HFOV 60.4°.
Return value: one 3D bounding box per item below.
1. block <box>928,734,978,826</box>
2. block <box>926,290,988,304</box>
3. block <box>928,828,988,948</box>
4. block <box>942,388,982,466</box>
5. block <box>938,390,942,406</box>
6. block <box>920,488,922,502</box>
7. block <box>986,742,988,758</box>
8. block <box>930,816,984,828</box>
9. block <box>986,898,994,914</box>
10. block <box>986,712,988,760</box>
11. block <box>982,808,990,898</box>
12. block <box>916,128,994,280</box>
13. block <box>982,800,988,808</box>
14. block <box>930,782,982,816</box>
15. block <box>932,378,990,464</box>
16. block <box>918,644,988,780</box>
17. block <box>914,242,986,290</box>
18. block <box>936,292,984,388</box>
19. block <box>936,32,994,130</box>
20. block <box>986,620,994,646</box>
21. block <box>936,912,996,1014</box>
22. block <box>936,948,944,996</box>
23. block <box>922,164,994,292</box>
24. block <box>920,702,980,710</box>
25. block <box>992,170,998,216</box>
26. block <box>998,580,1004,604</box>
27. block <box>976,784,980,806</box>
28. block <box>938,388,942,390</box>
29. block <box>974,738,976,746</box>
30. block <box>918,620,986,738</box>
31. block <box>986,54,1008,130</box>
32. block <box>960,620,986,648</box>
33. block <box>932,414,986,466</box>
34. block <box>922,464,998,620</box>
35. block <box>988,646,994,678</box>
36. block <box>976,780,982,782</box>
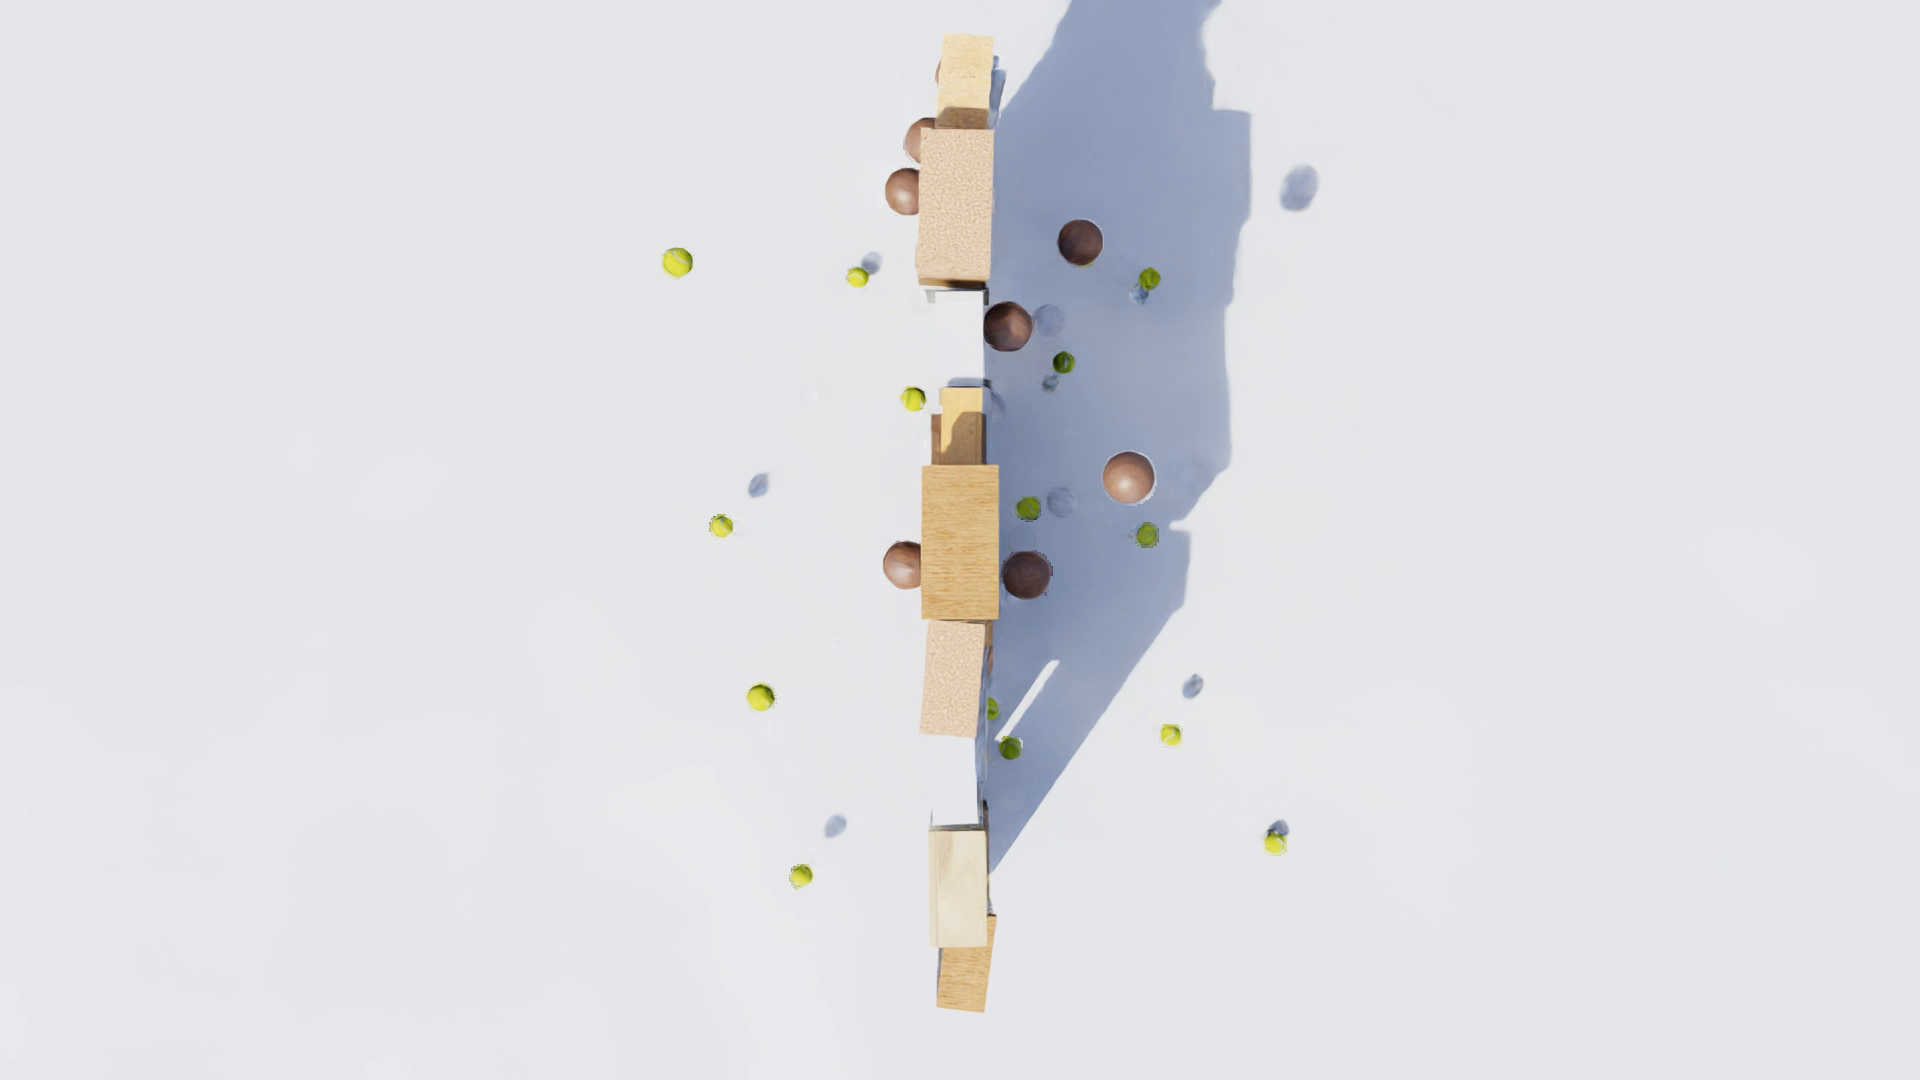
[{"bbox_3d":[-0.015,0.560,3.875,0.106,0.030,0.212,-3,90,2],"label":"block"},{"bbox_3d":[-0.007,-0.700,4.485,0.173,0.488,0.049,2,90,1],"label":"block"},{"bbox_3d":[-0.006,0.819,3.888,0.135,0.038,0.271,-1,90,0],"label":"block"},{"bbox_3d":[0.004,-0.270,3.989,0.096,0.027,0.193,1,90,0],"label":"block"},{"bbox_3d":[-0.002,-0.483,4.513,0.116,0.033,0.232,-1,90,0],"label":"block"},{"bbox_3d":[-0.002,-0.112,4.019,0.177,0.355,0.050,0,90,0],"label":"block"},{"bbox_3d":[-0.013,0.551,4.316,0.167,0.334,0.047,-1,88,1],"label":"block"},{"bbox_3d":[-0.007,0.722,4.042,0.135,0.271,0.038,-1,92,0],"label":"block"},{"bbox_3d":[0.024,0.984,4.333,0.123,0.247,0.035,5,91,-1],"label":"block"},{"bbox_3d":[-0.004,0.504,5.124,0.176,0.050,0.351,0,90,0],"label":"block"},{"bbox_3d":[0.000,0.911,4.583,0.163,0.046,0.326,-1,90,0],"label":"block"},{"bbox_3d":[-0.011,-0.780,3.830,0.168,0.048,0.337,2,90,0],"label":"block"},{"bbox_3d":[-0.001,0.802,4.769,0.163,0.326,0.046,-1,90,0],"label":"block"},{"bbox_3d":[-0.009,0.755,4.197,0.134,0.038,0.268,-1,90,0],"label":"block"},{"bbox_3d":[0.002,-0.297,4.786,0.169,0.048,0.337,0,90,0],"label":"block"},{"bbox_3d":[-0.016,0.431,4.131,0.167,0.047,0.334,1,86,2],"label":"block"},{"bbox_3d":[-0.020,-0.665,4.023,0.168,0.337,0.048,5,90,0],"label":"block"},{"bbox_3d":[-0.001,-0.489,4.038,0.116,0.033,0.232,0,90,0],"label":"block"},{"bbox_3d":[0.010,-1.077,3.927,0.122,0.035,0.245,5,91,0],"label":"block"},{"bbox_3d":[0.006,0.172,4.615,0.173,0.049,0.347,1,90,-1],"label":"block"},{"bbox_3d":[0.016,1.068,4.191,0.123,0.035,0.247,8,90,0],"label":"block"},{"bbox_3d":[0.002,1.156,4.855,0.123,1.291,0.035,0,90,0],"label":"block"},{"bbox_3d":[-0.006,-0.815,4.215,0.173,0.049,0.347,2,90,0],"label":"block"},{"bbox_3d":[-0.020,0.394,3.976,0.132,0.264,0.037,0,92,2],"label":"block"},{"bbox_3d":[0.009,-0.930,4.414,0.173,0.347,0.049,3,90,0],"label":"block"},{"bbox_3d":[0.012,0.123,4.096,0.177,0.510,0.050,2,90,-1],"label":"block"},{"bbox_3d":[-0.006,0.632,4.034,0.106,0.287,0.030,-1,90,2],"label":"block"},{"bbox_3d":[0.000,-0.411,4.206,0.116,0.304,0.033,1,90,0],"label":"block"},{"bbox_3d":[-0.015,0.480,3.997,0.106,0.211,0.030,-1,94,2],"label":"block"},{"bbox_3d":[-0.018,0.320,3.822,0.132,0.037,0.264,5,92,1],"label":"block"},{"bbox_3d":[0.028,-1.148,4.722,0.122,1.553,0.035,-2,91,-2],"label":"block"},{"bbox_3d":[-0.001,0.230,4.094,0.132,0.511,0.037,0,90,1],"label":"block"},{"bbox_3d":[-0.004,-0.180,4.216,0.140,0.040,0.281,0,90,0],"label":"block"},{"bbox_3d":[0.000,0.005,3.815,0.177,0.050,0.355,0,90,-1],"label":"block"},{"bbox_3d":[0.000,0.321,4.376,0.167,0.422,0.047,0,90,3],"label":"block"},{"bbox_3d":[-0.008,0.664,4.350,0.134,0.268,0.038,0,90,0],"label":"block"}]
